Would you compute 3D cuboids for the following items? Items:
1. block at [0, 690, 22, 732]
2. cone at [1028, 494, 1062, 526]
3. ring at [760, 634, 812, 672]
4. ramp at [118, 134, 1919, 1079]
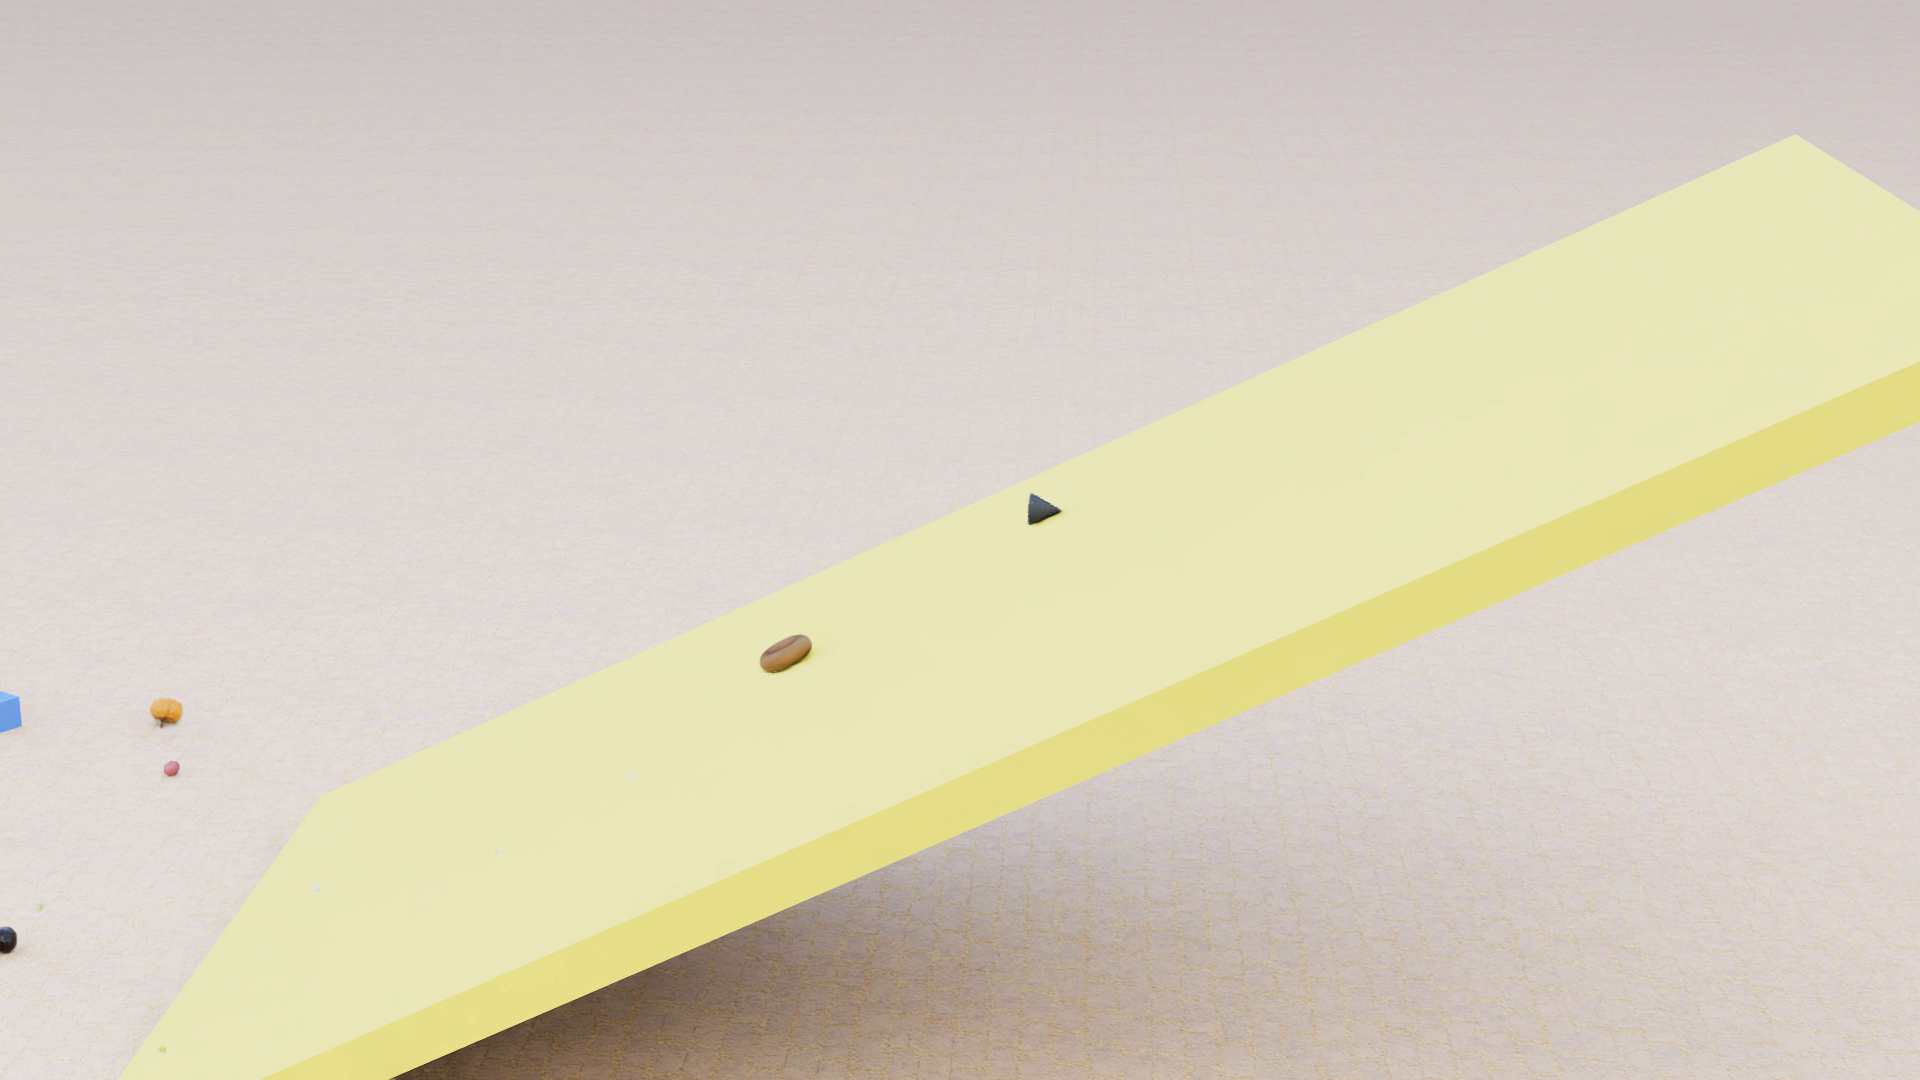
[{"bbox_3d":[-2.720,0.488,8.316,0.088,0.088,0.088,12,20,36],"label":"block"},{"bbox_3d":[0.200,-0.069,6.781,0.076,0.076,0.076,2,16,13],"label":"cone"},{"bbox_3d":[-0.394,0.255,6.640,0.128,0.043,0.128,-26,12,6],"label":"ring"},{"bbox_3d":[0.136,0.169,6.282,4.000,0.100,2.000,-24,13,9],"label":"ramp"}]
